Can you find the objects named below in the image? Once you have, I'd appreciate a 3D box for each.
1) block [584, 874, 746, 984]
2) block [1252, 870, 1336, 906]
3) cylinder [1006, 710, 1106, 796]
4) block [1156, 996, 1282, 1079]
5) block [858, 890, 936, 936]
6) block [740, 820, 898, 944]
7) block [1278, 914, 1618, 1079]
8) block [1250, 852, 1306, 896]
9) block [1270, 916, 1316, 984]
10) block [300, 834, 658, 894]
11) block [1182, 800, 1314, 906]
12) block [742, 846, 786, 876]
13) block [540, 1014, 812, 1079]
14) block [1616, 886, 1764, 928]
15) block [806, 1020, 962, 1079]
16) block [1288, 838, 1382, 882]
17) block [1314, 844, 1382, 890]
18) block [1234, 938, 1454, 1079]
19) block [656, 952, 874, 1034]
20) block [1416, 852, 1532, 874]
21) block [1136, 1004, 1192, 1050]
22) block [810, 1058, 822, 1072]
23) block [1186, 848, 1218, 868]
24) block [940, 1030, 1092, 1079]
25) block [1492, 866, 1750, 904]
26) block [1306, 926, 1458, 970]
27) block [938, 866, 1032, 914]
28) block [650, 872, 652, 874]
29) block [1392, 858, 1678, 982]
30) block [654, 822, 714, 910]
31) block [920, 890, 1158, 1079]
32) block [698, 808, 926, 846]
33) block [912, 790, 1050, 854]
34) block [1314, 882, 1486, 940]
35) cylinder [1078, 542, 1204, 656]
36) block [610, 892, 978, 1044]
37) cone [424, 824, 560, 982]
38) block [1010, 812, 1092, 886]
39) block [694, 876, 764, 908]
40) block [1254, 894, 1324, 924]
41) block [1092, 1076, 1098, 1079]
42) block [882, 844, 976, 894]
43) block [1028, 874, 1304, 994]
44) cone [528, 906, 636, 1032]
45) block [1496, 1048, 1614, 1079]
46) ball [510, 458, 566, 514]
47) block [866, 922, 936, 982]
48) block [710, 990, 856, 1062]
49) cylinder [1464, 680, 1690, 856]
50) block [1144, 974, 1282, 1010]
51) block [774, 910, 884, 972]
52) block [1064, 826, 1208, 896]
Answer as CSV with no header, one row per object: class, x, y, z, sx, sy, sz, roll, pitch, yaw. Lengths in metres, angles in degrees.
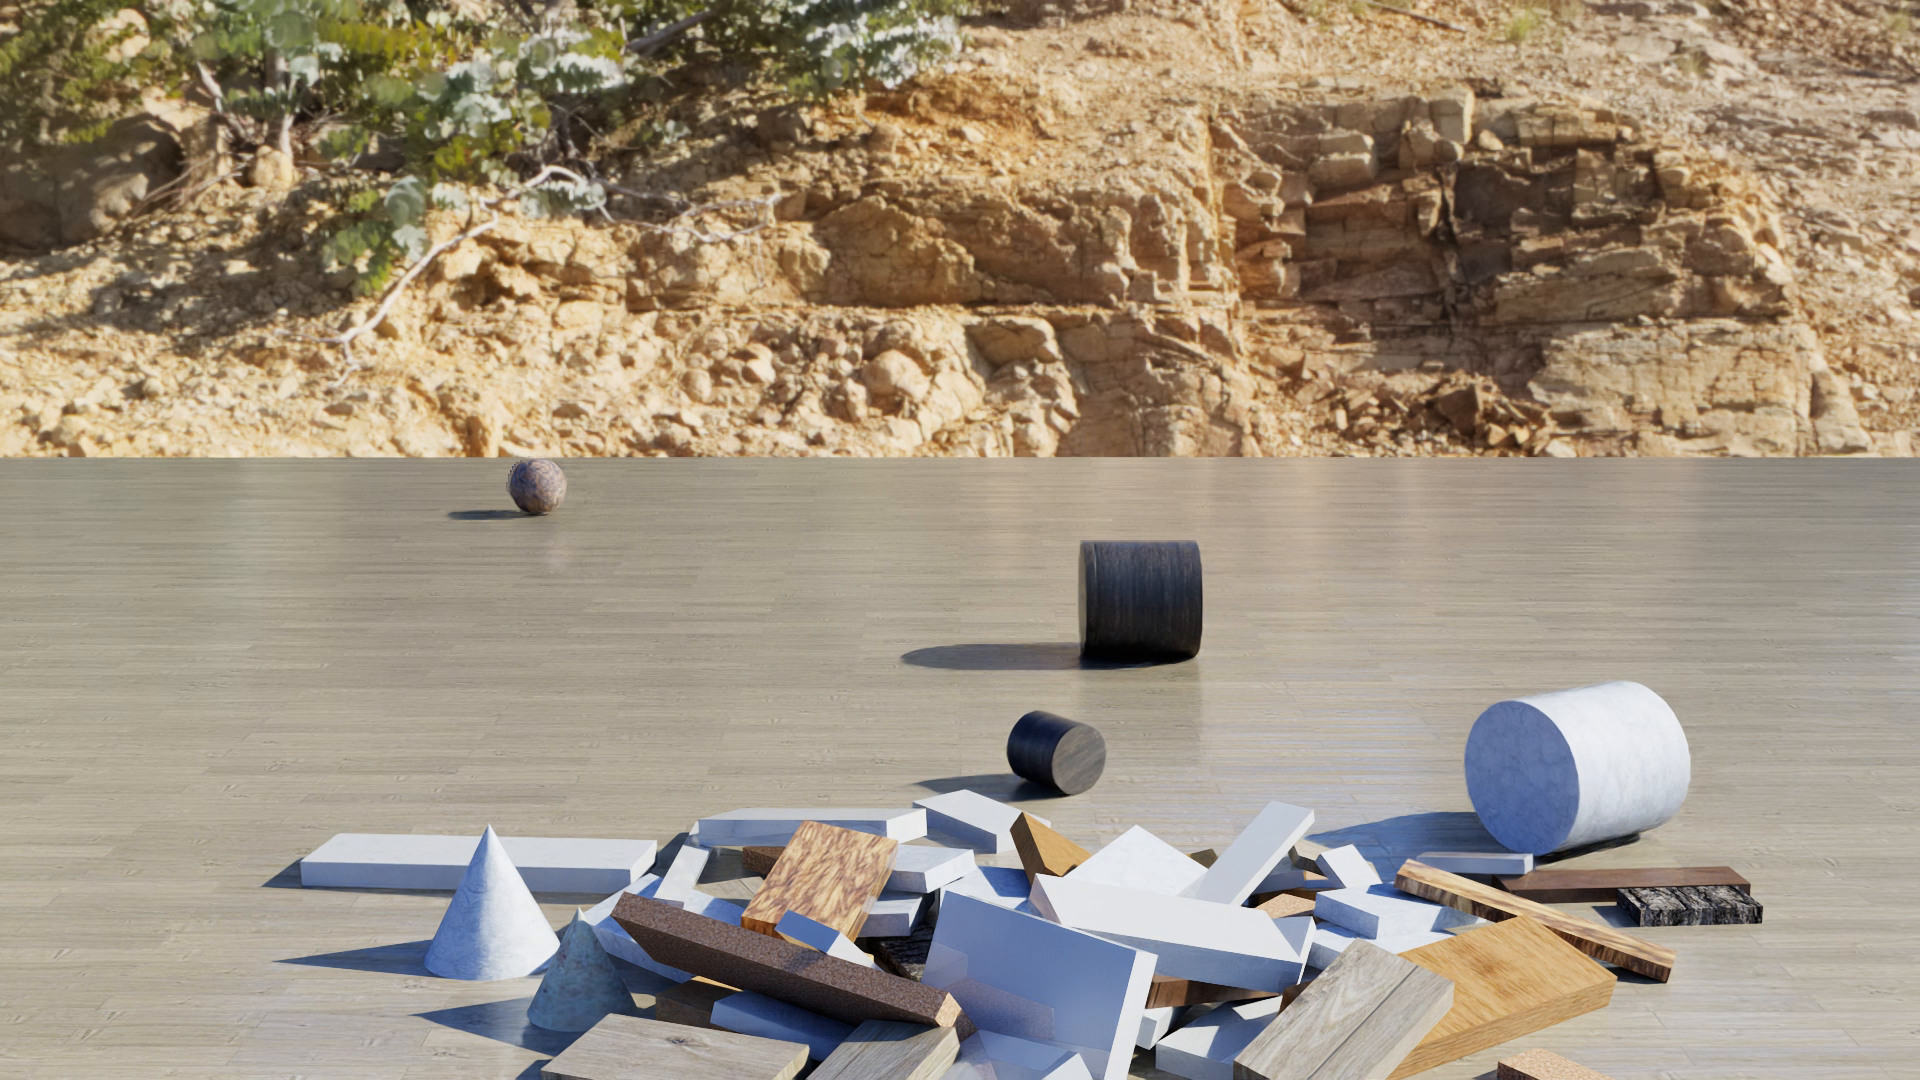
block,-0.437,0.602,3.389,0.304,0.043,0.152,10,28,43
block,0.589,0.579,3.653,0.202,0.029,0.101,0,11,-2
cylinder,0.186,0.411,4.258,0.136,0.136,0.136,-8,13,-37
block,0.396,0.688,3.042,0.129,0.036,0.257,8,13,37
block,-0.120,0.584,3.494,0.124,0.035,0.247,-3,3,8
block,-0.212,0.537,3.379,0.158,0.045,0.316,11,22,10
block,0.694,0.647,3.109,0.501,0.050,0.175,-7,28,-35
block,0.470,0.556,3.637,0.202,0.029,0.101,-11,11,12
block,0.467,0.619,3.243,0.082,0.023,0.164,-8,28,26
block,-0.814,0.548,3.733,0.575,0.043,0.152,0,10,9
block,0.462,0.523,3.557,0.079,0.022,0.315,10,33,37
block,-0.242,0.555,3.759,0.248,0.035,0.124,10,14,42
block,-0.371,0.697,2.875,0.316,0.045,0.158,2,18,27
block,1.183,0.594,3.569,0.202,0.029,0.101,-1,11,-5
block,-0.131,0.699,2.758,0.141,0.040,0.282,-3,20,33
block,0.613,0.533,3.609,0.150,0.021,0.075,19,16,-9
block,0.645,0.561,3.537,0.075,0.021,0.150,-8,49,-37
block,0.510,0.652,2.910,0.151,0.043,0.301,22,38,35
block,-0.281,0.654,3.206,0.152,0.043,0.304,8,13,36
block,0.873,0.548,3.731,0.179,0.025,0.090,-2,-3,23
block,0.263,0.623,3.142,0.151,0.043,0.365,18,13,20
block,-0.175,0.726,2.860,0.102,0.029,0.203,-9,14,-41
block,0.332,0.561,3.624,0.201,0.028,0.100,-14,11,-2
block,0.038,0.679,2.738,0.141,0.040,0.282,-31,7,-24
block,1.102,0.576,3.673,0.409,0.025,0.090,-1,11,-4
block,0.639,0.619,3.334,0.258,0.036,0.129,0,8,-38
block,0.055,0.586,3.458,0.175,0.050,0.351,5,7,0
block,-0.571,0.573,3.727,0.094,0.013,0.047,-1,11,-4
block,0.884,0.584,3.391,0.425,0.023,0.082,17,16,21
block,-0.447,0.533,3.642,0.047,0.013,0.696,8,2,-2
block,0.096,0.590,2.929,0.337,0.168,0.048,10,-8,42
block,-0.252,0.491,3.762,0.356,0.045,0.158,-3,-1,23
block,0.037,0.511,4.001,0.124,0.035,0.248,-8,13,-37
block,0.690,0.574,3.435,0.257,0.036,0.129,0,9,-38
cylinder,0.434,0.142,5.325,0.275,0.275,0.275,0,11,-1
block,-0.231,0.601,3.033,0.562,0.141,0.040,10,58,33
cone,-0.719,0.537,3.376,0.212,0.212,0.212,0,11,0
block,0.167,0.540,3.609,0.140,0.040,0.281,33,6,-11
block,-0.339,0.599,3.526,0.119,0.034,0.238,-5,12,-24
block,0.497,0.593,3.433,0.082,0.023,0.164,8,13,38
block,0.136,0.686,3.020,0.168,0.048,0.337,1,11,8
block,-0.104,0.532,3.581,0.238,0.034,0.119,-3,9,42
block,0.284,0.551,3.079,0.351,0.050,0.175,11,12,-13
cone,-0.547,0.603,3.169,0.157,0.157,0.157,0,11,0
block,0.844,0.729,2.855,0.081,0.023,0.306,-7,13,-35
ball,-1.399,-0.178,7.290,0.188,0.188,0.188,0,11,0
block,-0.062,0.634,3.355,0.100,0.028,0.201,-4,11,-21
block,-0.203,0.670,2.981,0.252,0.029,0.102,15,4,19
cylinder,1.098,0.404,3.920,0.274,0.274,0.274,-6,12,-31
block,0.326,0.602,3.110,0.281,0.040,0.140,4,16,-39
block,-0.145,0.605,3.062,0.119,0.238,0.034,12,60,48
block,0.264,0.548,3.465,0.140,0.040,0.281,30,28,23
